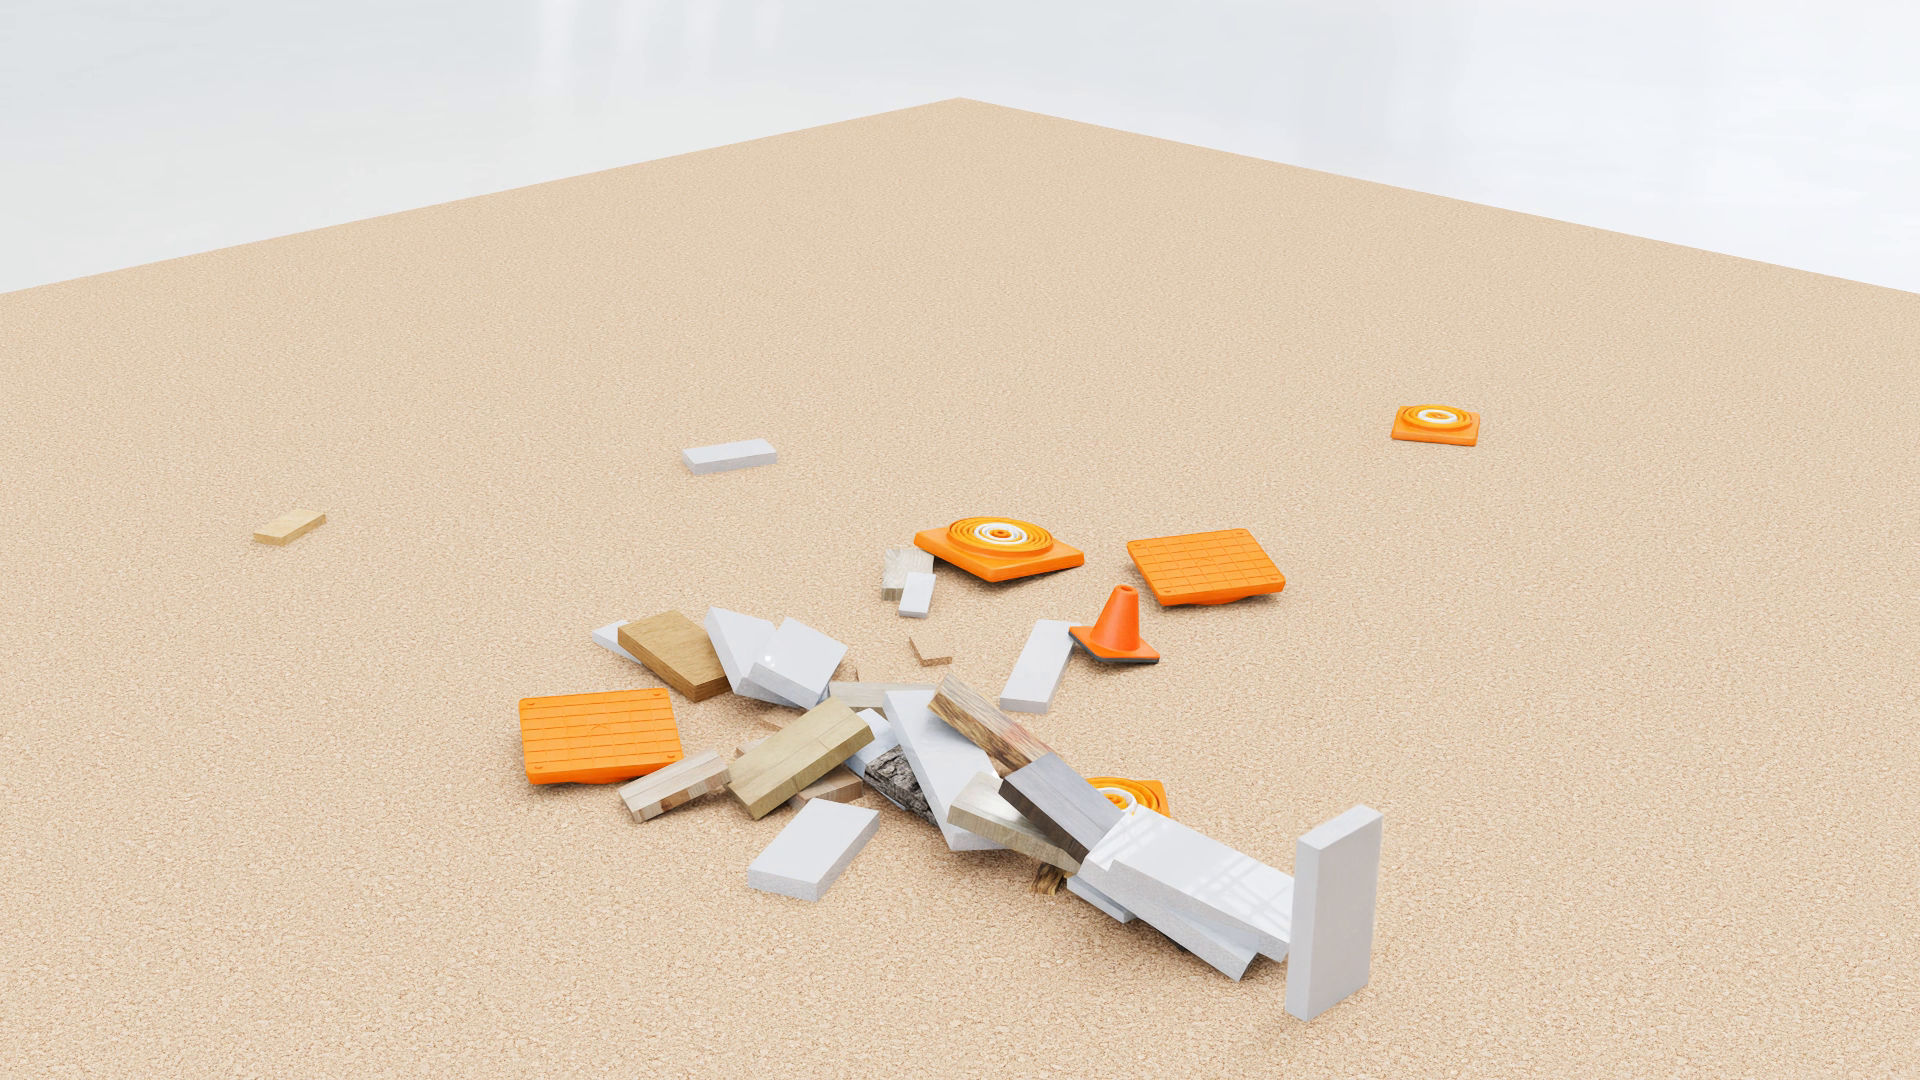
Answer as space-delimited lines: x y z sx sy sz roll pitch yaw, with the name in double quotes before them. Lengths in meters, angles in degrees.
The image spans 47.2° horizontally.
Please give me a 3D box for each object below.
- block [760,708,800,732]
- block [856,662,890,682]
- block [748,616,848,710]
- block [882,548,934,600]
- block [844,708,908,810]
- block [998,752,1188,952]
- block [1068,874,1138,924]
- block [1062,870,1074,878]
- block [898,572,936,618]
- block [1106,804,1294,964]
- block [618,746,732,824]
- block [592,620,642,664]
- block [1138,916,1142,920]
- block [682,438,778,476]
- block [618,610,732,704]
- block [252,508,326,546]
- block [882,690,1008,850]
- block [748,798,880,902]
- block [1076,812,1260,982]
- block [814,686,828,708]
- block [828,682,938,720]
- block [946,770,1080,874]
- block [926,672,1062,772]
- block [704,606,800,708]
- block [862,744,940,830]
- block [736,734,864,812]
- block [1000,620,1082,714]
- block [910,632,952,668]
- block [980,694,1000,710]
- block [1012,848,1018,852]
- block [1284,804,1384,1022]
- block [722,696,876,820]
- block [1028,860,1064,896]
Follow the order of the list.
"block" -0.367 0.403 4.787 0.129 0.018 0.064 18 29 36
"block" -0.196 0.318 4.987 0.069 0.020 0.138 -3 23 -7
"block" -0.361 0.274 4.933 0.158 0.045 0.317 27 18 0
"block" -0.129 0.087 5.513 0.122 0.035 0.244 1 23 1
"block" -0.152 0.454 4.572 0.138 0.039 0.276 -18 40 -40
"block" 0.291 0.579 4.125 0.469 0.041 0.146 39 38 25
"block" 0.282 0.662 4.116 0.078 0.022 0.156 -18 29 -36
"block" 0.219 0.626 4.238 0.050 0.014 0.101 25 19 -14
"block" -0.104 0.134 5.361 0.069 0.020 0.138 6 42 7
"block" 0.451 0.620 3.985 0.346 0.049 0.173 25 34 7
"block" -0.581 0.498 4.482 0.211 0.030 0.106 -24 30 -16
"block" -0.771 0.239 5.165 0.182 0.026 0.091 20 30 39
"block" 0.350 0.680 4.129 0.156 0.022 0.078 19 29 37
"block" -0.657 -0.238 6.278 0.244 0.035 0.122 -10 25 -21
"block" -0.632 0.263 5.041 0.158 0.045 0.317 -18 34 -37
"block" -1.770 -0.034 5.807 0.091 0.026 0.182 9 25 20
"block" -0.017 0.457 4.432 0.149 0.042 0.497 1 29 -20
"block" -0.283 0.601 4.290 0.146 0.041 0.292 9 25 20
"block" 0.404 0.647 4.009 0.346 0.049 0.173 32 36 16
"block" -0.280 0.356 4.898 0.064 0.018 0.129 7 24 16
"block" -0.160 0.357 4.846 0.254 0.035 0.122 2 22 -9
"block" 0.138 0.545 4.232 0.292 0.041 0.146 20 28 16
"block" 0.073 0.396 4.535 0.297 0.042 0.148 37 14 -1
"block" -0.465 0.263 4.965 0.158 0.045 0.317 16 21 -27
"block" -0.044 0.508 4.432 0.276 0.039 0.138 30 35 27
"block" -0.336 0.482 4.576 0.138 0.039 0.276 -16 28 -33
"block" 0.188 0.287 5.047 0.106 0.030 0.421 5 24 12
"block" -0.069 0.255 5.135 0.069 0.020 0.138 -6 24 -14
"block" 0.047 0.384 4.767 0.106 0.030 0.211 13 16 -28
"block" 0.090 0.572 4.320 0.101 0.014 0.050 31 34 29
"block" 0.645 0.645 3.799 0.173 0.346 0.049 -20 30 -39
"block" -0.337 0.444 4.513 0.297 0.042 0.149 -33 36 -17
"block" 0.171 0.647 4.218 0.050 0.014 0.101 7 24 16
